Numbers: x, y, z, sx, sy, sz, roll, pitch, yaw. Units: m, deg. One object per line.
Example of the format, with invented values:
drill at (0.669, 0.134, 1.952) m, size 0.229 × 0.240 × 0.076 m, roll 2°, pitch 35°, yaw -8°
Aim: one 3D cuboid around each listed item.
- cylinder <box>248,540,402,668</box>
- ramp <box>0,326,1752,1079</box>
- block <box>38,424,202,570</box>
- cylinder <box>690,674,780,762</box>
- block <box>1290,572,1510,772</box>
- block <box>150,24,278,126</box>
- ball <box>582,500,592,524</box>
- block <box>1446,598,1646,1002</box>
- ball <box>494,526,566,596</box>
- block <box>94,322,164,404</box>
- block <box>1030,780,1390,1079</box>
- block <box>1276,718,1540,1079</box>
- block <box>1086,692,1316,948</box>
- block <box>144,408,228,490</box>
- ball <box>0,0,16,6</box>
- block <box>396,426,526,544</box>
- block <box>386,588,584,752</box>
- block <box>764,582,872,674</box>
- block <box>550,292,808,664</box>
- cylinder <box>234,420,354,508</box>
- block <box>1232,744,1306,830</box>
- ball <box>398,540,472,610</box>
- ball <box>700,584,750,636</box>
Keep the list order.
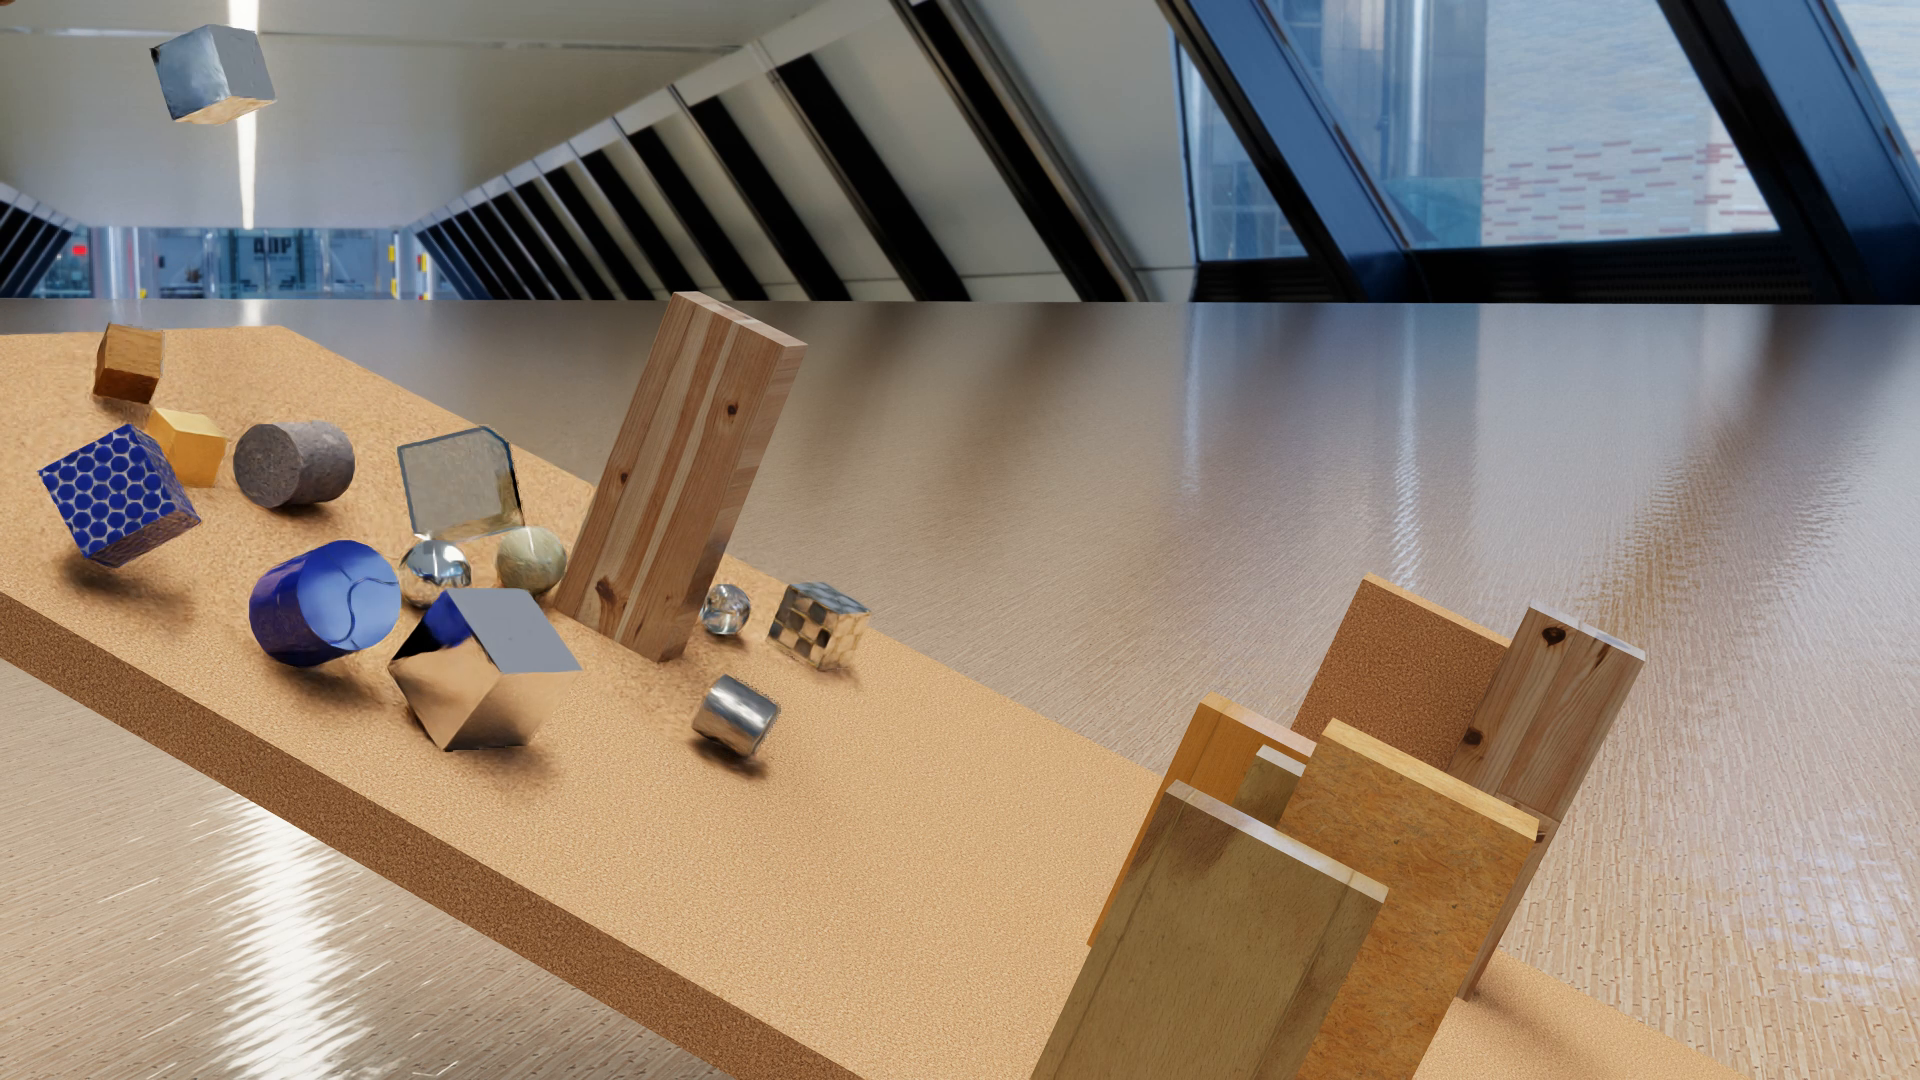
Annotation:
cylinder at (-1.040, 0.106, 3.599) m, size 0.180 × 0.180 × 0.180 m, roll -6°, pitch -7°, yaw -43°
ramp at (-0.281, 0.485, 4.180) m, size 4.000 × 0.100 × 2.000 m, roll 26°, pitch 13°, yaw 13°
block at (-1.385, -0.070, 3.633) m, size 0.162 × 0.162 × 0.162 m, roll -30°, pitch -4°, yaw -8°
cylinder at (-0.411, 0.325, 4.026) m, size 0.118 × 0.118 × 0.118 m, roll 31°, pitch 9°, yaw 2°
block at (0.898, 0.435, 4.759) m, size 0.342 × 0.639 × 0.107 m, roll 26°, pitch 13°, yaw 13°
block at (-1.587, -0.988, 4.679) m, size 0.158 × 0.158 × 0.158 m, roll -16°, pitch 2°, yaw 20°
ball at (-0.718, -0.025, 4.770) m, size 0.205 × 0.205 × 0.205 m, roll 0°, pitch 7°, yaw 0°
block at (1.086, 0.524, 4.422) m, size 0.240 × 0.780 × 0.120 m, roll 26°, pitch 13°, yaw 13°
ball at (-0.859, 0.041, 4.398) m, size 0.142 × 0.142 × 0.142 m, roll 0°, pitch 7°, yaw 0°
block at (-1.692, -0.358, 4.475) m, size 0.107 × 0.107 × 0.107 m, roll 11°, pitch -32°, yaw -29°
block at (0.343, 0.661, 3.154) m, size 0.335 × 0.536 × 0.080 m, roll 26°, pitch 13°, yaw 13°
block at (0.609, 0.646, 3.476) m, size 0.353 × 0.623 × 0.134 m, roll 26°, pitch 13°, yaw 13°
block at (0.488, 0.569, 3.862) m, size 0.351 × 0.491 × 0.110 m, roll 26°, pitch 13°, yaw 13°
block at (-1.500, -0.177, 4.242) m, size 0.109 × 0.109 × 0.109 m, roll 9°, pitch 20°, yaw -47°
ball at (-1.938, -1.131, 4.410) m, size 0.120 × 0.120 × 0.120 m, roll 0°, pitch 7°, yaw 0°
block at (-0.937, -0.098, 4.138) m, size 0.169 × 0.169 × 0.169 m, roll -13°, pitch -9°, yaw 1°
block at (-0.787, 0.214, 3.641) m, size 0.187 × 0.187 × 0.187 m, roll 51°, pitch 24°, yaw 23°
block at (-0.306, 0.188, 4.773) m, size 0.142 × 0.142 × 0.142 m, roll 29°, pitch 14°, yaw 23°
block at (-0.559, -0.124, 4.366) m, size 0.254 × 0.688 × 0.122 m, roll 26°, pitch 13°, yaw 13°
cylinder at (-1.312, -0.151, 4.337) m, size 0.163 × 0.163 × 0.163 m, roll 3°, pitch 6°, yaw 23°
block at (0.529, 0.642, 3.585) m, size 0.329 × 0.518 × 0.080 m, roll 26°, pitch 13°, yaw 13°
ball at (-0.983, 0.066, 4.113) m, size 0.135 × 0.135 × 0.135 m, roll 0°, pitch 7°, yaw 0°
ball at (-0.500, 0.147, 4.674) m, size 0.109 × 0.109 × 0.109 m, roll 0°, pitch 7°, yaw 0°
